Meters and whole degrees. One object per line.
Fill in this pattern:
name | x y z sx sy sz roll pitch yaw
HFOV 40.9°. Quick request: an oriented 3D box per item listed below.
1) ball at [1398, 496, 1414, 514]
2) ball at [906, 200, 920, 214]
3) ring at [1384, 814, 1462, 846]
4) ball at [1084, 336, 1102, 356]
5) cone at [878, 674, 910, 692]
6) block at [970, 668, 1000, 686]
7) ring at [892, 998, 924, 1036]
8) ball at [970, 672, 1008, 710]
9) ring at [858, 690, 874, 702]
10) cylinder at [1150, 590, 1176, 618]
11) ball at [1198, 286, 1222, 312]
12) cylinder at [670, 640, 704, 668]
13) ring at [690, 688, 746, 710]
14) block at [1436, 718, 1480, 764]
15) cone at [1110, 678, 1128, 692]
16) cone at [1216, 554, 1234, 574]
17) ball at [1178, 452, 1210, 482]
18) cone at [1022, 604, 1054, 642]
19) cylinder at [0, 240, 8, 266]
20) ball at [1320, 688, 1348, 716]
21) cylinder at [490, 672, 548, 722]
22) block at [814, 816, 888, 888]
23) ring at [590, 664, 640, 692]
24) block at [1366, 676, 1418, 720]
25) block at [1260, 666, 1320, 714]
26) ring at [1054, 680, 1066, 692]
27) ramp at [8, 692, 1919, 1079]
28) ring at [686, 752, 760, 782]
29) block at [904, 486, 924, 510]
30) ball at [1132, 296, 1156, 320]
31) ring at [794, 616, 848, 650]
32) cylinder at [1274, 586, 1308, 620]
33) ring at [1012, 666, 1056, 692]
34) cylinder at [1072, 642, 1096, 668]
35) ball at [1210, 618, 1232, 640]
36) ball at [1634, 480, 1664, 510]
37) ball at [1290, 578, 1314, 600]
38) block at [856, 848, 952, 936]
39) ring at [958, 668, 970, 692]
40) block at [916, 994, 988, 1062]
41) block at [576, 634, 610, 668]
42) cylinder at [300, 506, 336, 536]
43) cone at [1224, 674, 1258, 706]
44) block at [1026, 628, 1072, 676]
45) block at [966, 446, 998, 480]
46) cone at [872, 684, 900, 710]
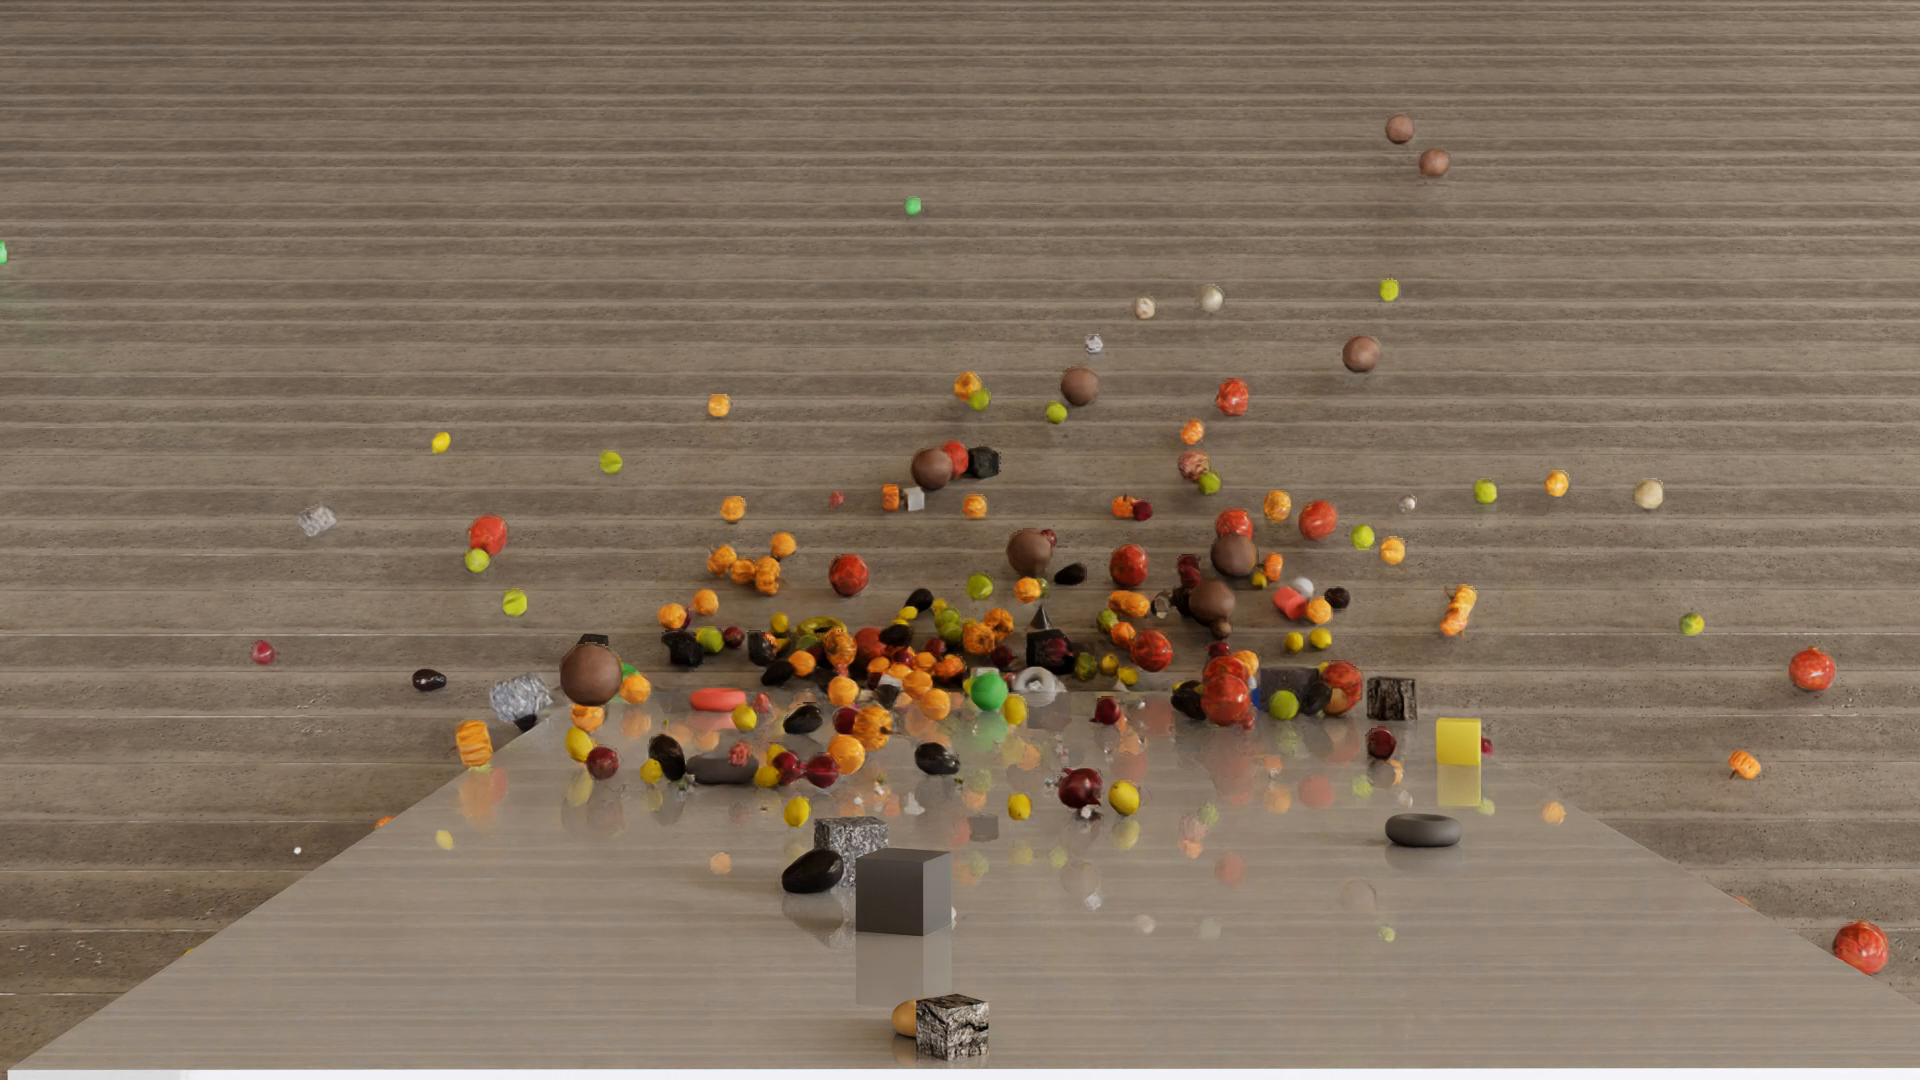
ball | 1.350 -0.106 7.797 0.050 0.050 0.050 0 24 0
ball | -0.194 -1.366 10.567 0.063 0.063 0.063 0 24 0
ring | 0.723 0.453 4.019 0.120 0.040 0.120 1 2 0
ball | 0.468 -0.682 9.053 0.065 0.065 0.065 0 24 0
cone | -0.159 0.384 6.662 0.075 0.075 0.075 0 21 30
block | 0.063 0.358 6.578 0.059 0.059 0.059 1 -4 -18
ring | -0.025 0.502 2.710 0.095 0.032 0.095 -2 -1 0
ball | 0.069 0.358 6.067 0.089 0.089 0.089 0 24 0
ring | -0.212 0.381 6.309 0.077 0.026 0.077 1 2 0
cylinder | 0.564 0.179 7.158 0.057 0.057 0.057 9 26 19
ball | 0.918 -0.882 9.460 0.094 0.094 0.094 0 24 0
cylinder | -0.729 0.303 6.870 0.065 0.065 0.065 9 26 22
ring | -0.574 0.379 6.117 0.135 0.045 0.135 0 3 0
block | 0.981 0.395 5.071 0.081 0.081 0.081 0 2 14
cone | 0.424 0.394 6.723 0.051 0.051 0.051 31 29 3
cone | 0.767 0.079 7.416 0.057 0.057 0.057 -3 51 -6
ball | 0.728 -0.229 8.015 0.095 0.095 0.095 0 24 0
cone | 0.220 0.221 7.014 0.100 0.100 0.100 0 24 0
cylinder | -3.738 -1.104 9.936 0.098 0.098 0.098 -13 27 -28
ball | 0.860 0.373 5.935 0.066 0.066 0.066 0 24 0
cylinder | -1.044 0.372 6.110 0.096 0.096 0.096 18 24 35
block | -0.155 0.442 3.660 0.086 0.086 0.086 -1 2 -18
ring | -0.906 0.364 6.768 0.128 0.043 0.128 0 25 0
block | 0.989 0.363 5.895 0.089 0.089 0.089 1 2 29
block | 0.775 0.352 6.059 0.100 0.100 0.100 2 3 41
ring | 0.217 0.394 6.704 0.121 0.040 0.121 -1 25 0
ramp | 0.056 0.504 4.549 2.000 0.100 4.000 0 2 0
ring | -0.443 0.424 4.796 0.139 0.046 0.139 -1 3 0
block | -0.140 -0.126 7.838 0.051 0.051 0.051 -7 25 -16
ball | 0.672 -0.844 9.389 0.083 0.083 0.083 0 24 0
ring | -0.378 0.254 7.003 0.148 0.049 0.148 0 25 0
cylinder | 0.917 0.175 7.152 0.069 0.069 0.069 -10 26 -21
ring | 0.191 0.377 6.653 0.116 0.039 0.116 -9 49 10
cylinder | 0.327 0.307 6.867 0.063 0.063 0.063 3 24 0
ball | 0.709 0.243 7.015 0.058 0.058 0.058 0 24 0
ball | 2.090 -0.137 7.819 0.088 0.088 0.088 0 24 0
ball | 0.957 0.139 7.229 0.070 0.070 0.070 0 24 0
block | -0.072 0.450 3.305 0.094 0.094 0.094 1 2 22
ring | 0.049 0.367 6.767 0.109 0.036 0.109 -1 23 0
block | -0.008 0.495 2.617 0.053 0.053 0.053 -2 3 -38
block | -0.982 0.296 6.887 0.066 0.066 0.066 5 25 11
cylinder | -1.909 -0.058 7.658 0.074 0.074 0.074 16 25 31
cone | 0.678 0.379 6.195 0.082 0.082 0.082 0 29 0
block | 0.236 0.302 6.844 0.091 0.091 0.091 -8 26 -18
block | 0.071 -0.244 8.073 0.073 0.073 0.073 -15 28 -29
cone | -0.171 0.386 6.093 0.067 0.067 0.067 -4 29 -8
